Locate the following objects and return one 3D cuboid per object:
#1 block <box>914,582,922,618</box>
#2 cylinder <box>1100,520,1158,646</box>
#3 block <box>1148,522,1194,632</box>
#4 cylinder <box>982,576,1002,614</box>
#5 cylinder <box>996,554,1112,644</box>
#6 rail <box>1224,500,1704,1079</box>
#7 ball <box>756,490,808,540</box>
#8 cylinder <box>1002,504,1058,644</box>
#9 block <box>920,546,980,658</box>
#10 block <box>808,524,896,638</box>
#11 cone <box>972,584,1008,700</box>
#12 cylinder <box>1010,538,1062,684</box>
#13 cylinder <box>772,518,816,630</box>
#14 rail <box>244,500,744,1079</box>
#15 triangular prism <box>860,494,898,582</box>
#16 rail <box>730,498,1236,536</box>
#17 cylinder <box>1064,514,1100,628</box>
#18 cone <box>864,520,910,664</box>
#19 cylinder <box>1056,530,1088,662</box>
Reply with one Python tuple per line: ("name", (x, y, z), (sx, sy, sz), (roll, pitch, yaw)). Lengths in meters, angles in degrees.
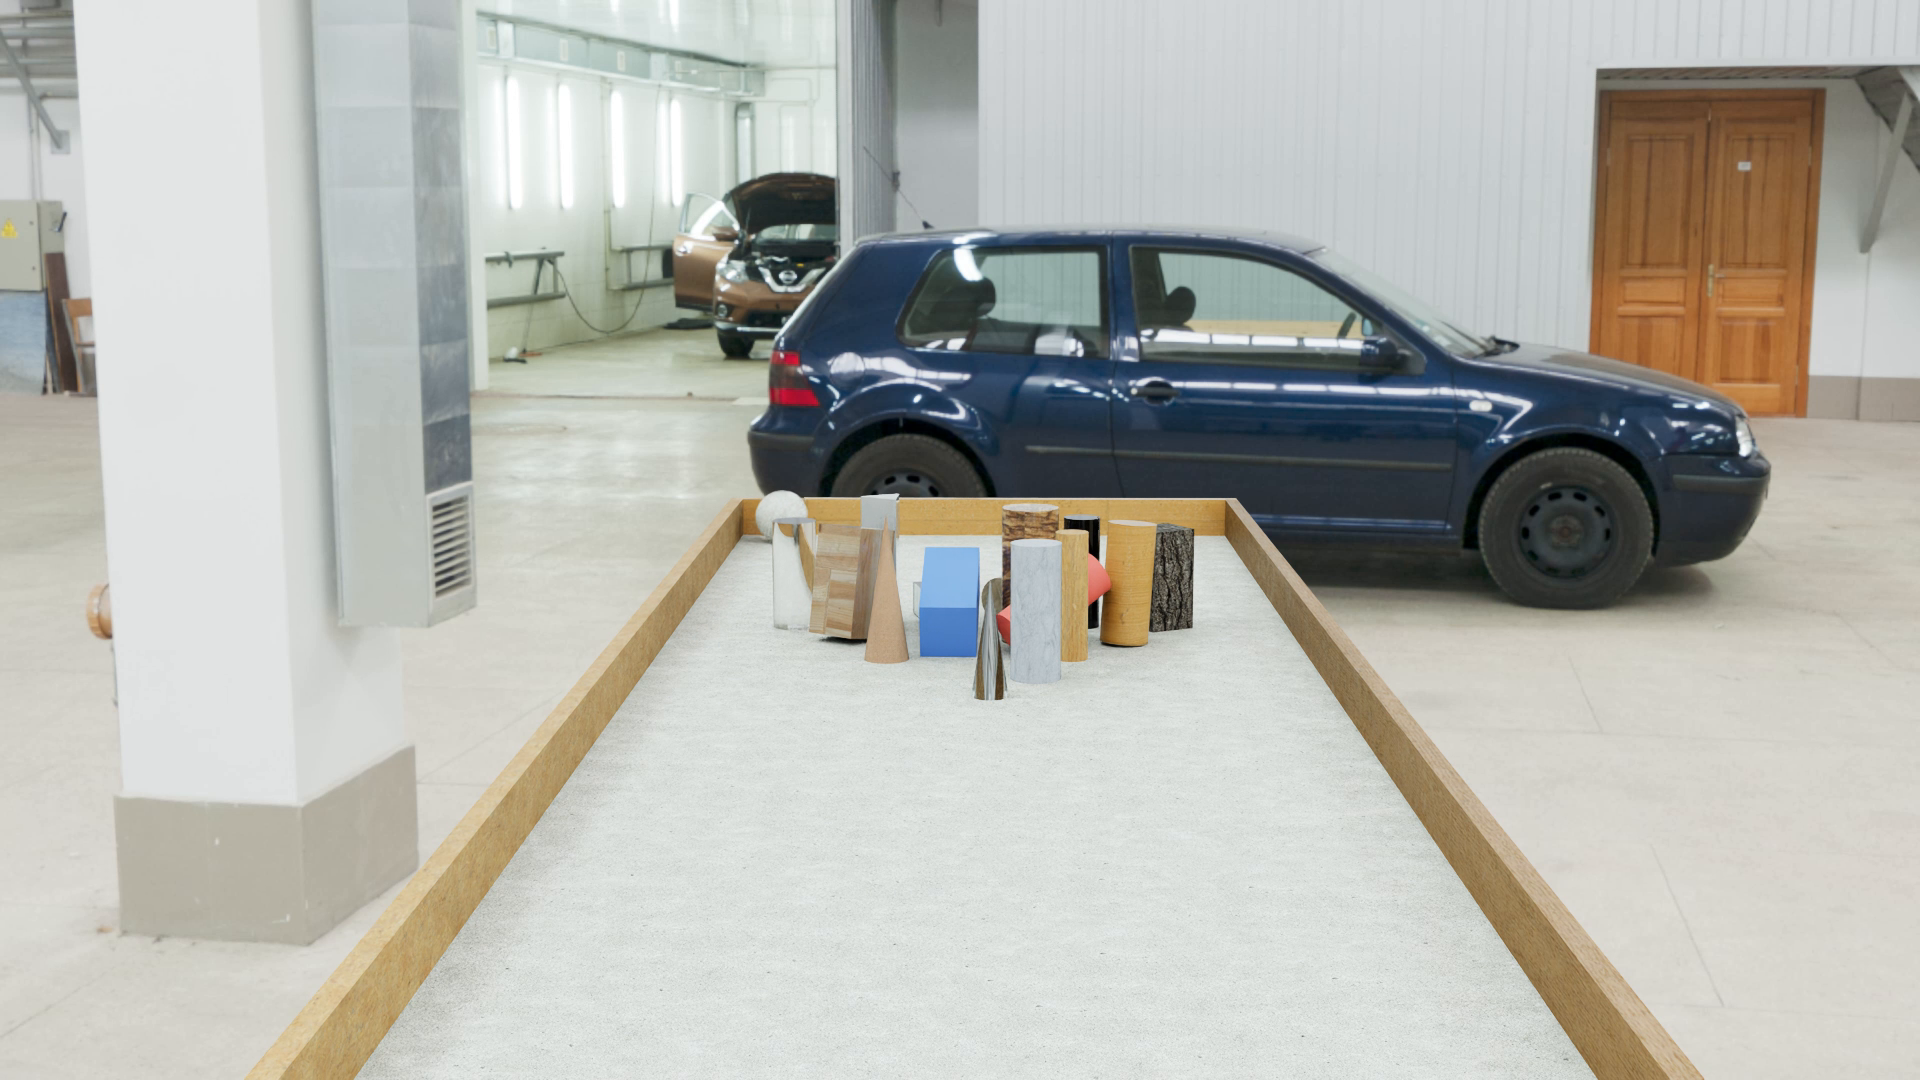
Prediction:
("block", (-0.063, 0.222, 7.261), (0.108, 0.108, 0.393), (-2, 9, -12))
("cylinder", (0.530, 0.134, 6.927), (0.154, 0.377, 0.154), (4, 7, 0))
("block", (0.654, 0.122, 7.195), (0.157, 0.327, 0.157), (-5, 10, -29))
("cylinder", (0.238, 0.175, 7.429), (0.149, 0.149, 0.367), (6, 11, 35))
("cylinder", (0.289, 0.194, 6.818), (0.350, 0.150, 0.150), (-36, 23, -20))
("rail", (1.046, 0.843, 3.208), (0.050, 0.150, 12.000), (0, 9, 1))
("ball", (-0.722, -0.095, 8.925), (0.214, 0.214, 0.214), (0, 9, 0))
("cylinder", (0.222, 0.108, 6.959), (0.180, 0.428, 0.180), (0, 9, 0))
("block", (-0.030, 0.191, 6.882), (0.173, 0.173, 0.397), (0, 27, 2))
("block", (-0.343, 0.132, 6.996), (0.172, 0.347, 0.172), (7, 2, 36))
("cone", (0.085, 0.275, 6.195), (0.107, 0.338, 0.107), (0, 9, 0))
("cylinder", (0.221, 0.207, 6.415), (0.149, 0.403, 0.149), (0, 9, 0))
("cylinder", (-0.542, 0.110, 7.200), (0.143, 0.350, 0.143), (0, 9, 0))
("rail", (-1.004, 0.839, 3.234), (0.050, 0.150, 12.000), (0, 9, 1))
("triangular prism", (-0.235, 0.068, 7.213), (0.136, 0.429, 0.117), (6, 11, 32))
("rail", (0.099, -0.098, 9.147), (2.100, 0.150, 0.050), (0, 9, 1))
("cylinder", (0.398, 0.104, 7.203), (0.119, 0.361, 0.119), (0, 9, 0))
("cone", (-0.224, 0.142, 6.681), (0.137, 0.448, 0.137), (0, 9, 0))
("cylinder", (0.340, 0.169, 6.691), (0.101, 0.391, 0.101), (0, 9, 0))
